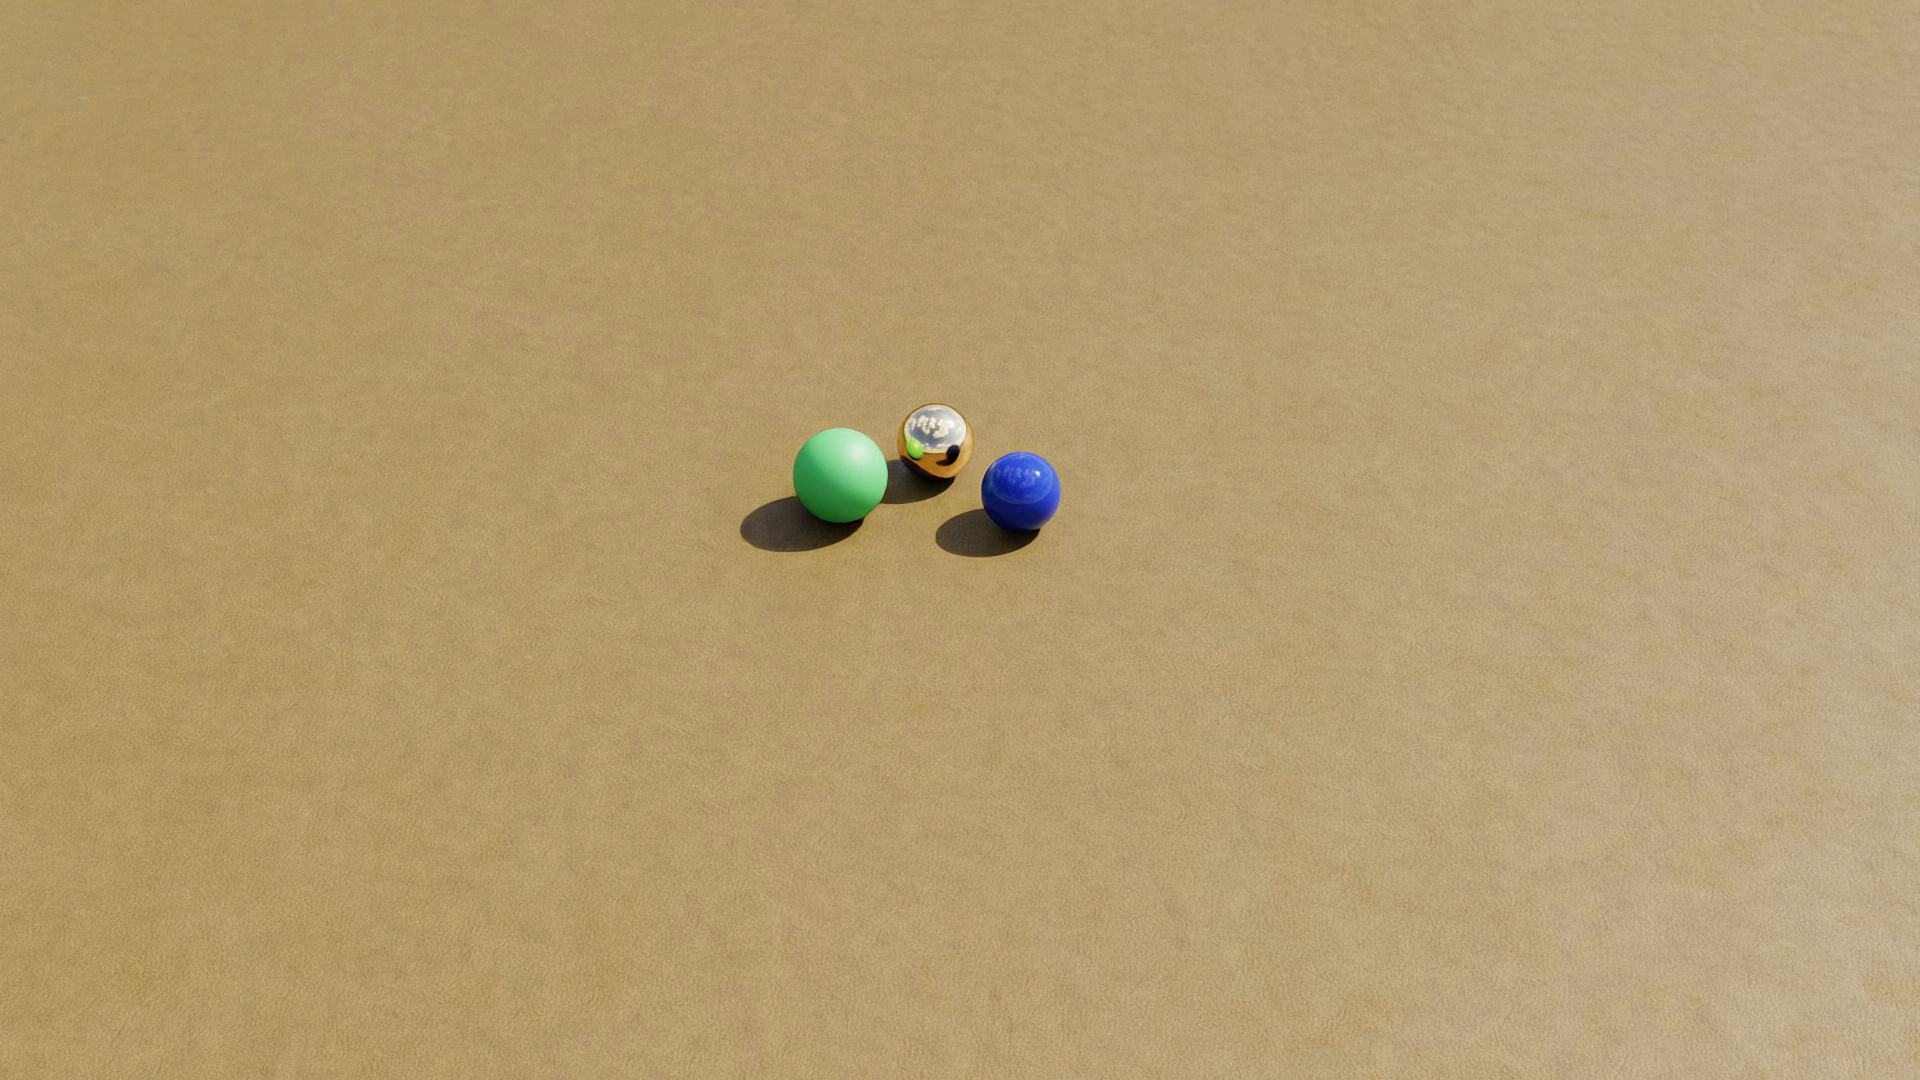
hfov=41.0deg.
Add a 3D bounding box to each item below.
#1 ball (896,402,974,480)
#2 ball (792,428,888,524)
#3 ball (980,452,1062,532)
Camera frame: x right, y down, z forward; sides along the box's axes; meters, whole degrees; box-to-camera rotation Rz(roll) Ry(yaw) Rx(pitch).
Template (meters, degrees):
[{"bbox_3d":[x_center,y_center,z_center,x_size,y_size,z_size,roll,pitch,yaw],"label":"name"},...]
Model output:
[{"bbox_3d":[-0.016,-0.065,1.703,0.052,0.052,0.052,0,36,0],"label":"ball"},{"bbox_3d":[-0.078,-0.042,1.663,0.062,0.062,0.062,0,36,0],"label":"ball"},{"bbox_3d":[0.039,-0.031,1.656,0.052,0.052,0.052,0,36,0],"label":"ball"}]
